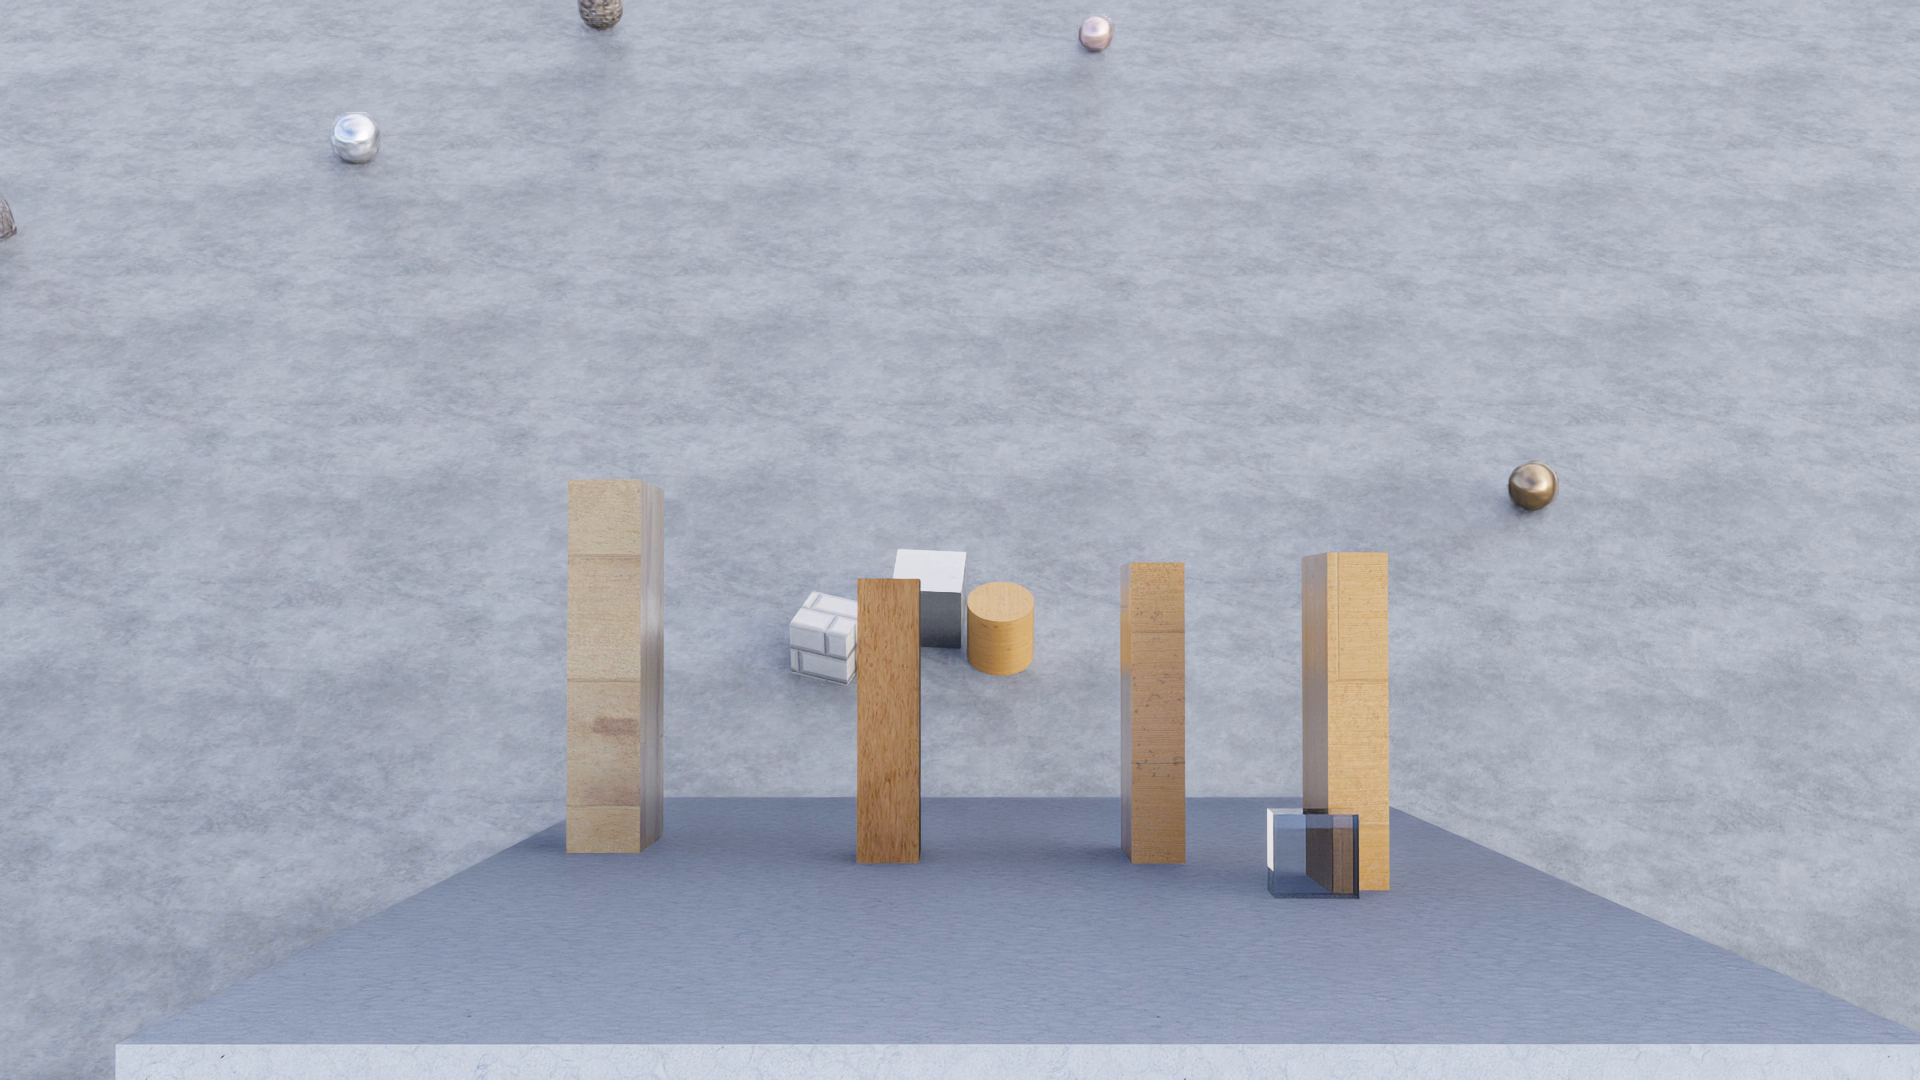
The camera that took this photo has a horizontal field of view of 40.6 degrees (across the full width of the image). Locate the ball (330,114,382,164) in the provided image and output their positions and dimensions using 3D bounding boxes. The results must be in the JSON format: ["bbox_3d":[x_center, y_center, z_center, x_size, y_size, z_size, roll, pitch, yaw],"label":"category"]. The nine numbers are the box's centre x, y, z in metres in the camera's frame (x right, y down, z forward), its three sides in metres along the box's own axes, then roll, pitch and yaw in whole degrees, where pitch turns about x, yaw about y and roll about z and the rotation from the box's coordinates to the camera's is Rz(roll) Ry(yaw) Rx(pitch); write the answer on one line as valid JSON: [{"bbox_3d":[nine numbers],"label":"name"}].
[{"bbox_3d":[-2.319,-1.541,9.977,0.190,0.190,0.190,0,35,0],"label":"ball"}]

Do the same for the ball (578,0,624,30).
[{"bbox_3d":[-1.520,-2.257,10.999,0.190,0.190,0.190,0,35,0],"label":"ball"}]

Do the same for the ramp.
[{"bbox_3d":[0.077,0.664,4.834,2.000,0.100,4.000,0,-2,0],"label":"ramp"}]

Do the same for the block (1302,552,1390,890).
[{"bbox_3d":[0.686,0.317,4.643,0.105,0.581,0.335,0,-2,0],"label":"block"}]

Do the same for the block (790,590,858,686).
[{"bbox_3d":[-0.370,0.279,7.393,0.172,0.172,0.172,12,37,17],"label":"block"}]

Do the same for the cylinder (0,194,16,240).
[{"bbox_3d":[-3.549,-1.164,9.467,0.156,0.156,0.156,-23,41,-29],"label":"cylinder"}]

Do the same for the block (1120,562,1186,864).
[{"bbox_3d":[0.380,0.335,5.139,0.103,0.575,0.327,0,-2,0],"label":"block"}]

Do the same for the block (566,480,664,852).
[{"bbox_3d":[-0.713,0.258,5.406,0.147,0.747,0.410,0,-2,0],"label":"block"}]

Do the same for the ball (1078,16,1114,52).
[{"bbox_3d":[0.566,-2.110,10.830,0.144,0.144,0.144,0,35,0],"label":"ball"}]

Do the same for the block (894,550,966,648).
[{"bbox_3d":[-0.089,0.170,7.525,0.200,0.200,0.200,2,35,4],"label":"block"}]

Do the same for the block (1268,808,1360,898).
[{"bbox_3d":[0.597,0.530,4.400,0.140,0.140,0.140,0,-2,2],"label":"block"}]

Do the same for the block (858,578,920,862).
[{"bbox_3d":[-0.138,0.350,5.115,0.118,0.545,0.261,0,-2,0],"label":"block"}]

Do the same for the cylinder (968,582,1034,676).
[{"bbox_3d":[0.116,0.252,7.414,0.191,0.191,0.191,0,35,0],"label":"cylinder"}]

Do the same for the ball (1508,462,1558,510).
[{"bbox_3d":[1.773,-0.166,8.047,0.150,0.150,0.150,0,35,0],"label":"ball"}]
